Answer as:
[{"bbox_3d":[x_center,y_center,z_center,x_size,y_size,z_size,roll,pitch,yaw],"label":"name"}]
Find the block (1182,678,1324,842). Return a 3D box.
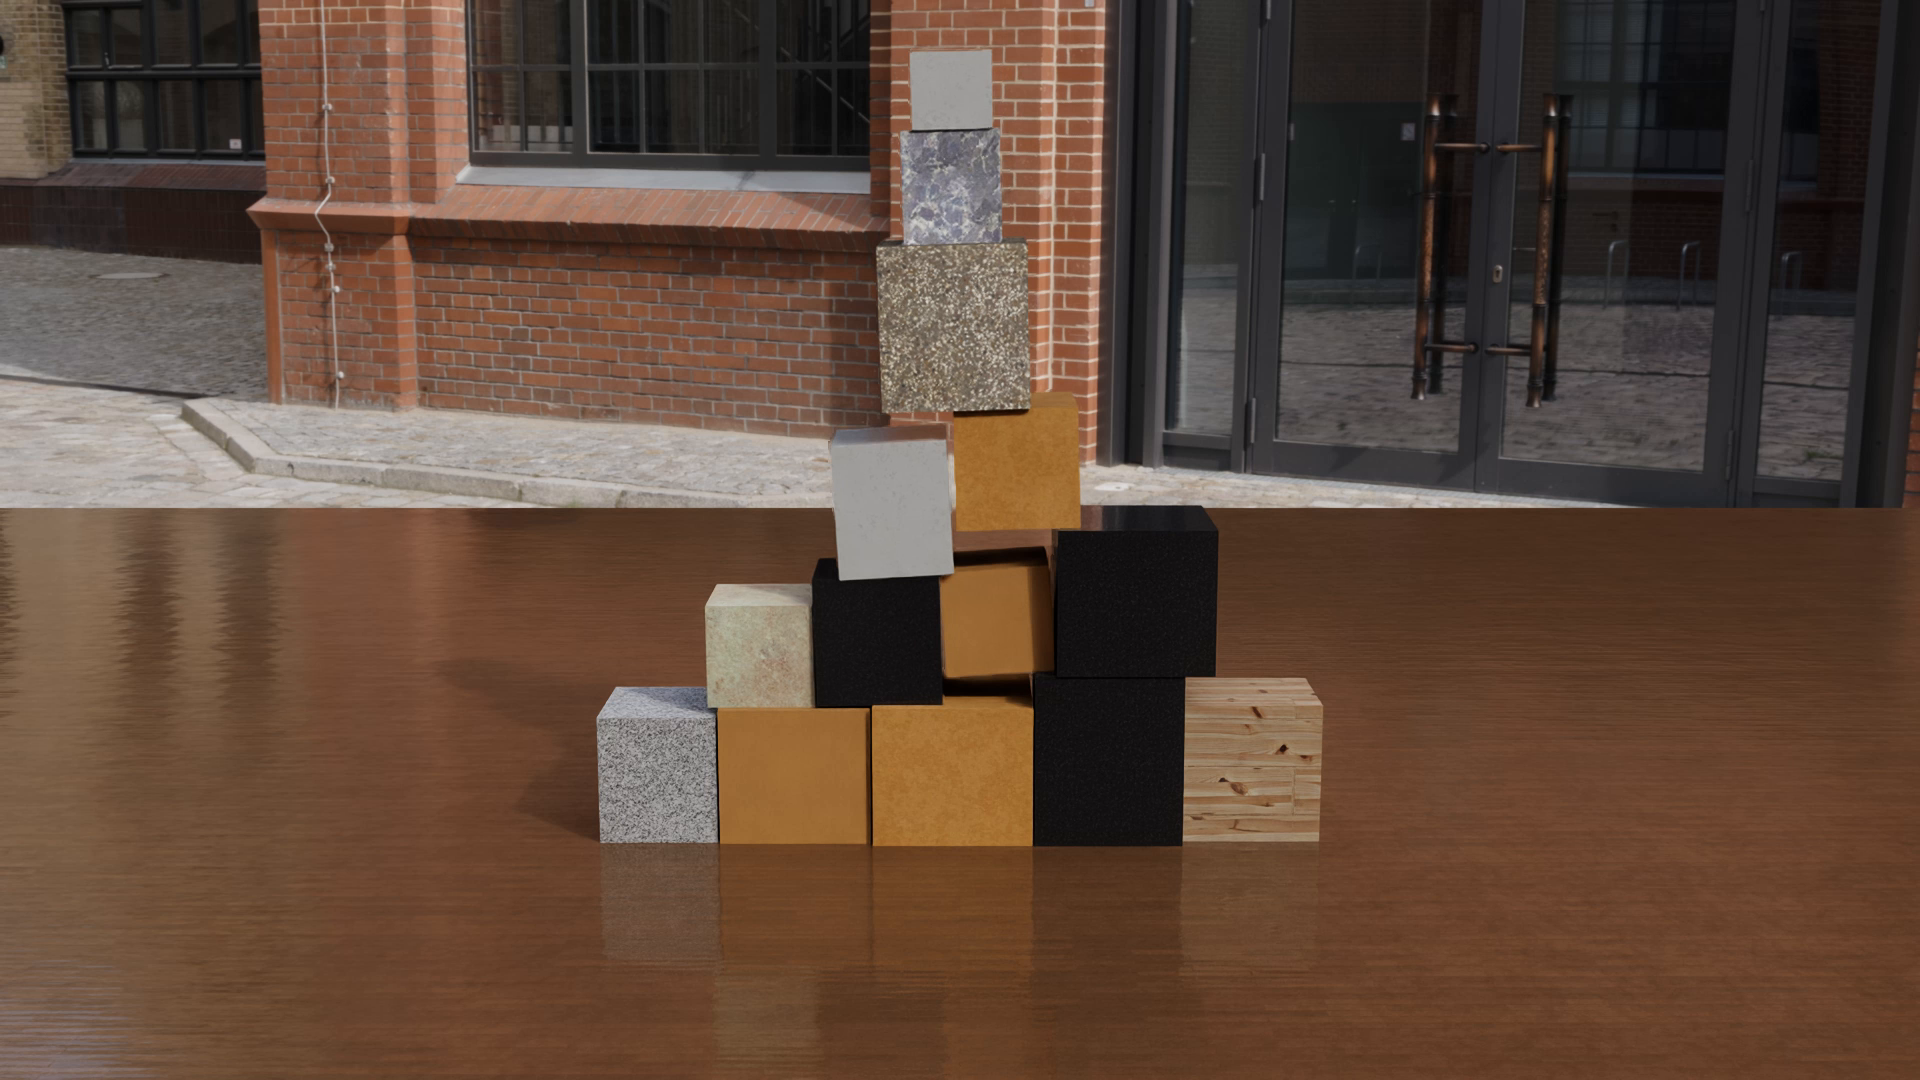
[{"bbox_3d":[1.476,1.129,11.380,0.691,0.708,0.582,0,10,0],"label":"block"}]

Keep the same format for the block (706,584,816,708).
[{"bbox_3d":[-1.001,0.536,11.288,0.540,0.521,0.550,0,10,0],"label":"block"}]

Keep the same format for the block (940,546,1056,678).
[{"bbox_3d":[0.189,0.359,11.251,0.547,0.533,0.551,-4,10,1],"label":"block"}]

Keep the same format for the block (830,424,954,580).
[{"bbox_3d":[-0.333,-0.201,11.141,0.568,0.669,0.642,-3,10,0],"label":"block"}]

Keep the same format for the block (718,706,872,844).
[{"bbox_3d":[-0.831,1.138,11.373,0.764,0.692,0.646,0,10,0],"label":"block"}]

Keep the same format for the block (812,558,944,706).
[{"bbox_3d":[-0.411,0.458,11.257,0.631,0.647,0.583,-2,10,0],"label":"block"}]

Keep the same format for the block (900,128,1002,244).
[{"bbox_3d":[-0.041,-1.752,10.875,0.481,0.547,0.434,-2,10,0],"label":"block"}]

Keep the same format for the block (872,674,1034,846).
[{"bbox_3d":[-0.037,1.126,11.387,0.804,0.711,0.749,0,10,0],"label":"block"}]

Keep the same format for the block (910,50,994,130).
[{"bbox_3d":[-0.041,-2.200,10.781,0.391,0.367,0.435,-2,10,0],"label":"block"}]

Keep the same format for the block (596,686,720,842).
[{"bbox_3d":[-1.522,1.155,11.391,0.598,0.652,0.640,0,10,0],"label":"block"}]

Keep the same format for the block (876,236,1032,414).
[{"bbox_3d":[-0.028,-1.088,10.993,0.727,0.801,0.731,-2,10,0],"label":"block"}]

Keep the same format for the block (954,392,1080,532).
[{"bbox_3d":[0.281,-0.405,11.112,0.611,0.600,0.656,-2,10,0],"label":"block"}]

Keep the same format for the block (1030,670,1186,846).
[{"bbox_3d":[0.748,1.042,11.376,0.745,0.880,0.768,0,10,0],"label":"block"}]

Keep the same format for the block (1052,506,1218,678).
[{"bbox_3d":[0.874,0.248,11.221,0.786,0.736,0.773,0,10,0],"label":"block"}]
